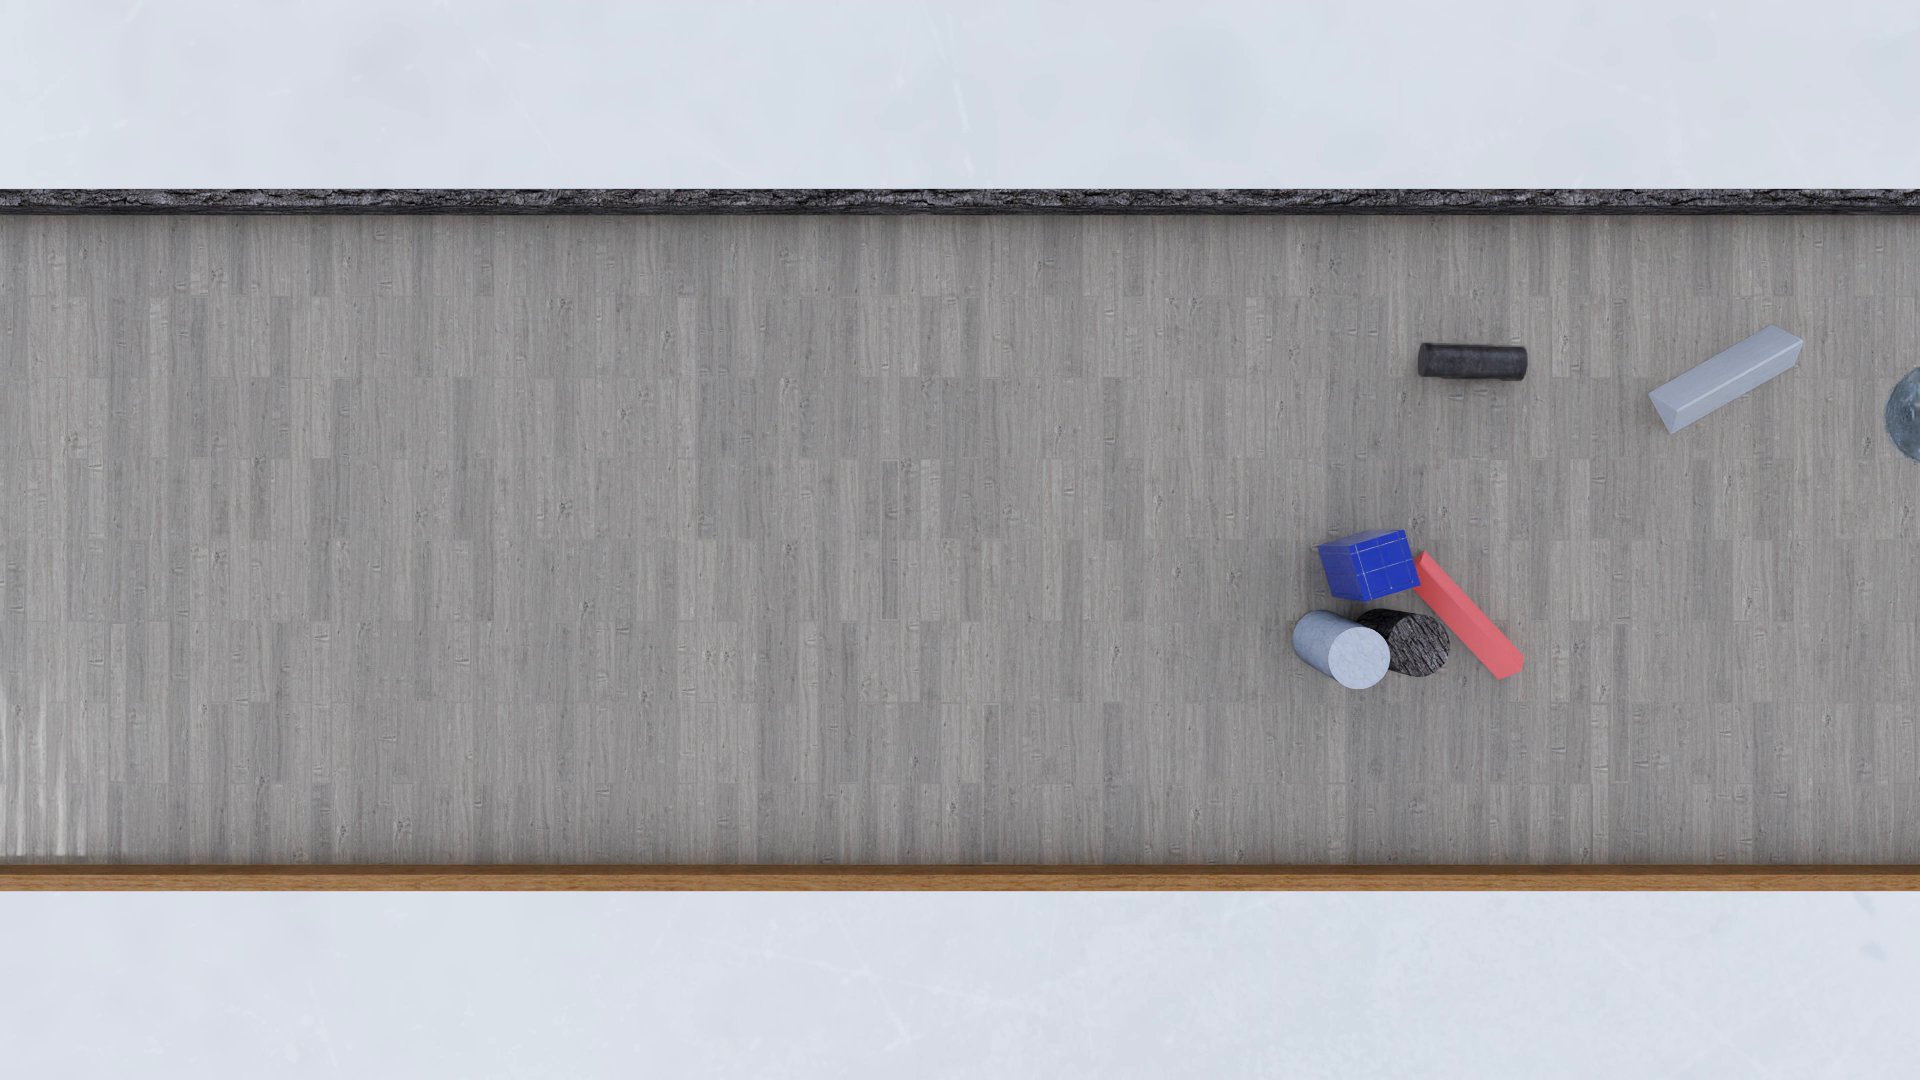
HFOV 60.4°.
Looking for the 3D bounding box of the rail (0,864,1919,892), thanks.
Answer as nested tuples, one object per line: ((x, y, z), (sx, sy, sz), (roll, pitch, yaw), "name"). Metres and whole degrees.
((-2.247, 1.025, 5.001), (12.000, 0.150, 0.050), (0, 90, 0), "rail")

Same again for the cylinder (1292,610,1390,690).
((1.121, 0.319, 4.870), (0.178, 0.397, 0.178), (0, 95, -3), "cylinder")

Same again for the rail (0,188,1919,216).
((-2.247, -1.025, 5.002), (12.000, 0.150, 0.050), (0, 90, 0), "rail")

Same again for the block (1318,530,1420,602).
((1.201, 0.073, 4.872), (0.165, 0.409, 0.165), (-17, 90, 0), "block")

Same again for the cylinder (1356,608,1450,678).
((1.300, 0.300, 4.887), (0.179, 0.371, 0.179), (0, 90, -3), "cylinder")

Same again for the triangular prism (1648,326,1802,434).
((2.341, -0.493, 5.012), (0.434, 0.123, 0.142), (-29, 90, 0), "triangular prism")

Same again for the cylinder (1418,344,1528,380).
((1.560, -0.542, 5.025), (0.304, 0.102, 0.102), (2, 90, 0), "cylinder")

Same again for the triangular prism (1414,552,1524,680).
((1.542, 0.231, 5.029), (0.104, 0.090, 0.447), (-43, 90, 0), "triangular prism")

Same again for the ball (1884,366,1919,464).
((2.940, -0.375, 4.916), (0.322, 0.322, 0.322), (0, 90, 0), "ball")
